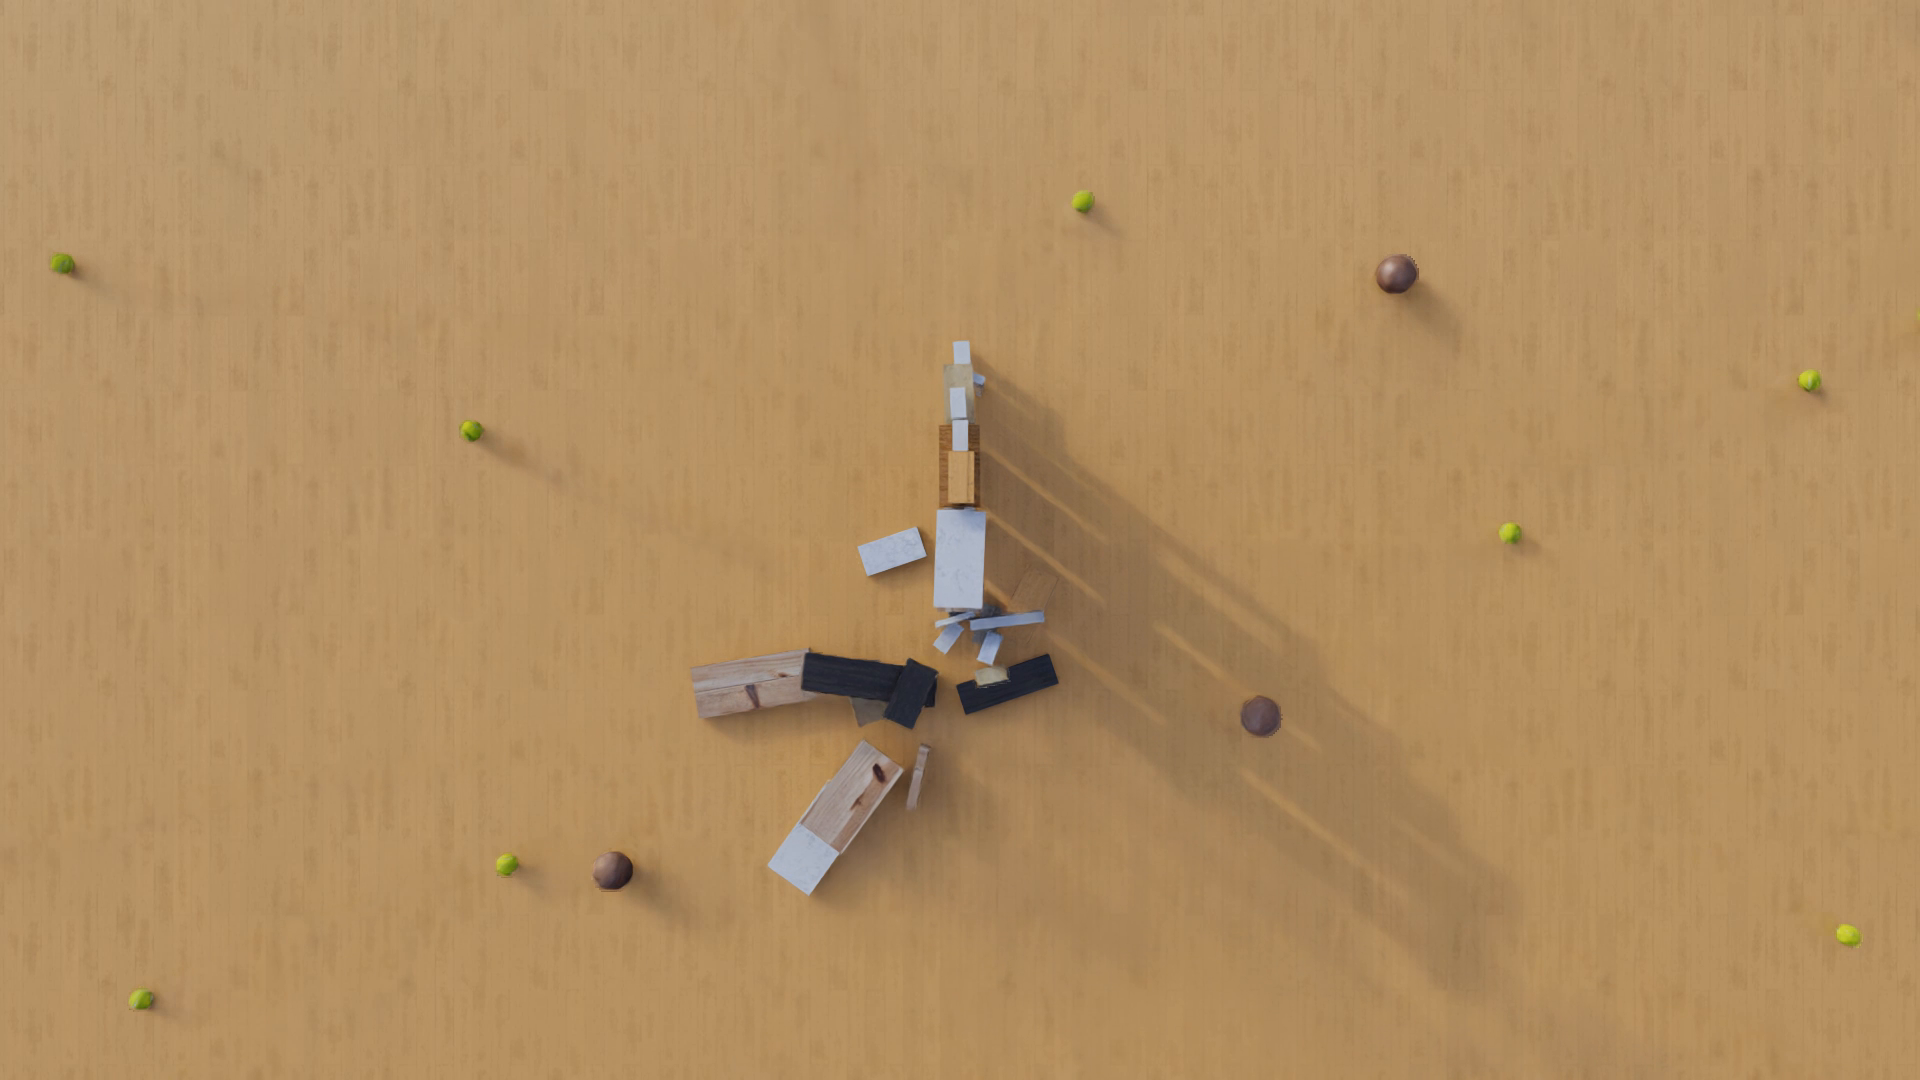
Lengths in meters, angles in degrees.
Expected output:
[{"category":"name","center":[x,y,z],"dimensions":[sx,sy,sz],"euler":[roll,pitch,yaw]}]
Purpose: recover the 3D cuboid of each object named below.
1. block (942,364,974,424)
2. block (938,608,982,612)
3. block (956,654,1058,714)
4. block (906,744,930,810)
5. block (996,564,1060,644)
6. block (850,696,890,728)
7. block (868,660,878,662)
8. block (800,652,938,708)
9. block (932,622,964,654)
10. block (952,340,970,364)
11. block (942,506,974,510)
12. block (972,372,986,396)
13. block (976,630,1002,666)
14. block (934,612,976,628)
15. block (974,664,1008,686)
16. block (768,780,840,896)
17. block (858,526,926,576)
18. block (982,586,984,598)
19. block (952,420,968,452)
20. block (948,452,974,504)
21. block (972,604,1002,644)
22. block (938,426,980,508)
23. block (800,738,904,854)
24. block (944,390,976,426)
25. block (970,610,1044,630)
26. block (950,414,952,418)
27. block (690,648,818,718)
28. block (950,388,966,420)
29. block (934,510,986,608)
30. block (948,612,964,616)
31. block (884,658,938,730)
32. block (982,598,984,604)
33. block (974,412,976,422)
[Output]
[{"category":"block","center":[-0.004,-0.449,5.068],"dimensions":[0.091,0.026,0.183],"euler":[-2,90,0]},{"category":"block","center":[0.002,0.083,5.194],"dimensions":[0.143,0.041,0.286],"euler":[1,90,0]},{"category":"block","center":[0.157,0.480,5.485],"dimensions":[0.326,0.029,0.103],"euler":[-19,90,0]},{"category":"block","center":[-0.138,0.782,5.447],"dimensions":[0.029,0.104,0.208],"euler":[13,90,3]},{"category":"block","center":[0.229,0.214,5.483],"dimensions":[0.120,0.034,0.239],"euler":[26,90,0]},{"category":"block","center":[-0.255,0.538,5.456],"dimensions":[0.205,0.029,0.103],"euler":[-17,91,-16]},{"category":"block","center":[-0.374,0.451,5.485],"dimensions":[0.205,0.029,0.103],"euler":[1,90,0]},{"category":"block","center":[-0.297,0.461,5.420],"dimensions":[0.445,0.034,0.120],"euler":[9,78,-13]},{"category":"block","center":[-0.038,0.322,5.492],"dimensions":[0.053,0.015,0.106],"euler":[37,90,0]},{"category":"block","center":[0.007,-0.596,5.387],"dimensions":[0.053,0.015,0.105],"euler":[-4,90,0]},{"category":"block","center":[-0.004,-0.165,5.282],"dimensions":[0.102,0.029,0.203],"euler":[0,90,0]},{"category":"block","center":[0.032,-0.507,5.290],"dimensions":[0.091,0.419,0.026],"euler":[24,90,0]},{"category":"block","center":[0.098,0.357,5.473],"dimensions":[0.053,0.015,0.106],"euler":[20,100,-6]},{"category":"block","center":[-0.017,0.262,5.452],"dimensions":[0.135,0.068,0.019],"euler":[-17,85,-7]},{"category":"block","center":[0.101,0.446,5.444],"dimensions":[0.106,0.015,0.053],"euler":[-11,74,-20]},{"category":"block","center":[-0.469,0.987,5.476],"dimensions":[0.171,0.048,0.342],"euler":[36,90,0]},{"category":"block","center":[-0.225,0.038,5.485],"dimensions":[0.208,0.029,0.104],"euler":[-19,90,0]},{"category":"block","center":[-0.001,0.144,5.030],"dimensions":[0.143,0.286,0.041],"euler":[2,92,0]},{"category":"block","center":[0.001,-0.309,4.885],"dimensions":[0.045,0.013,0.091],"euler":[0,90,0]},{"category":"block","center":[0.003,-0.184,4.821],"dimensions":[0.075,0.021,0.150],"euler":[0,90,0]},{"category":"block","center":[0.091,0.283,5.490],"dimensions":[0.067,0.019,0.135],"euler":[16,90,0]},{"category":"block","center":[-0.001,-0.224,5.000],"dimensions":[0.123,0.035,0.247],"euler":[0,90,0]},{"category":"block","center":[-0.354,0.842,5.428],"dimensions":[0.171,0.048,0.342],"euler":[37,86,0]},{"category":"block","center":[-0.002,-0.375,5.278],"dimensions":[0.103,0.029,0.207],"euler":[0,90,0]},{"category":"block","center":[0.152,0.262,5.406],"dimensions":[0.239,0.120,0.034],"euler":[-7,90,0]},{"category":"block","center":[-0.005,-0.380,5.009],"dimensions":[0.046,0.092,0.013],"euler":[-2,90,0]},{"category":"block","center":[-0.682,0.475,5.476],"dimensions":[0.395,0.048,0.171],"euler":[-9,90,0]},{"category":"block","center":[-0.006,-0.410,4.957],"dimensions":[0.046,0.013,0.092],"euler":[-3,90,0]},{"category":"block","center":[-0.001,0.056,4.866],"dimensions":[0.143,0.041,0.286],"euler":[2,90,0]},{"category":"block","center":[-0.006,0.229,5.432],"dimensions":[0.067,0.135,0.019],"euler":[-14,79,0]},{"category":"block","center":[-0.161,0.502,5.374],"dimensions":[0.104,0.029,0.208],"euler":[24,99,3]},{"category":"block","center":[0.002,0.179,5.357],"dimensions":[0.143,0.286,0.041],"euler":[0,90,0]},{"category":"block","center":[0.001,-0.383,5.172],"dimensions":[0.091,0.183,0.026],"euler":[0,90,0]}]
